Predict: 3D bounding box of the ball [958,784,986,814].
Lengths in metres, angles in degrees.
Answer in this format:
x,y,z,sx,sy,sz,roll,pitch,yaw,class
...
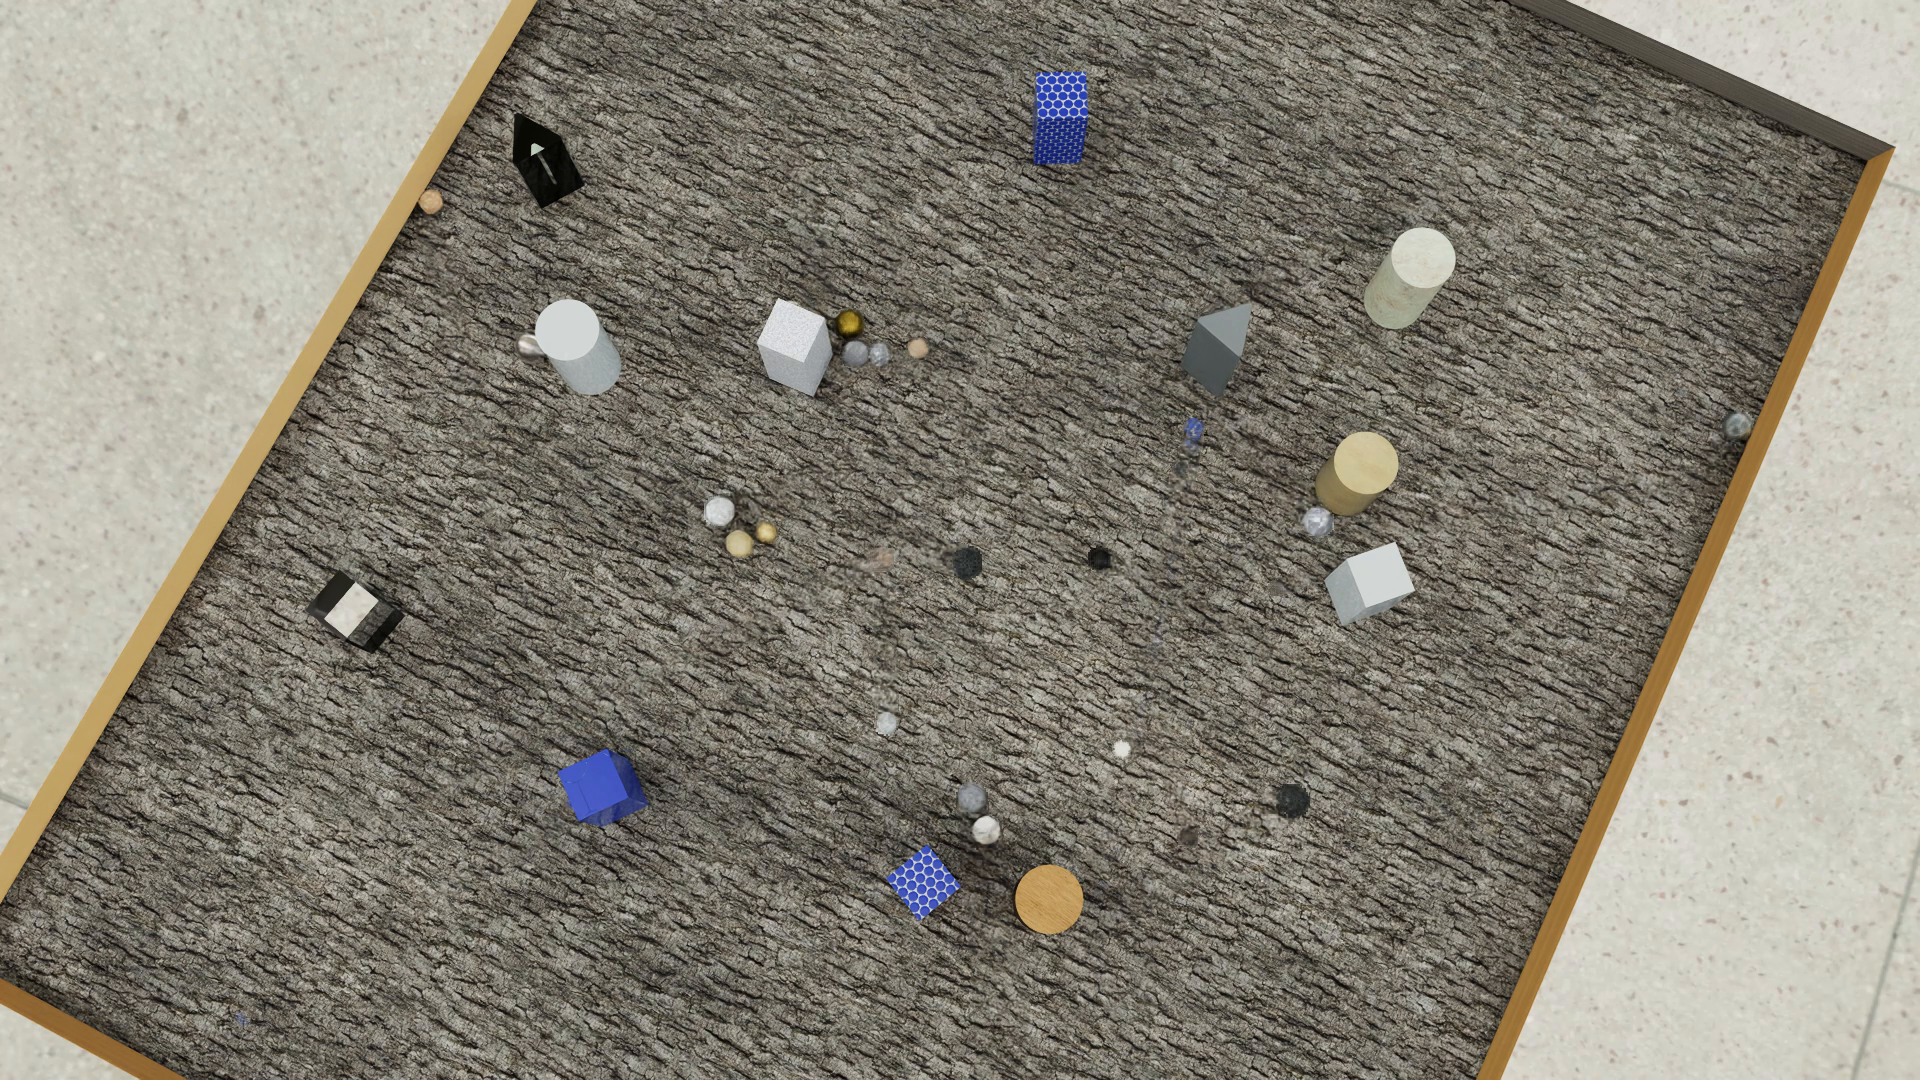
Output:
x,y,z,sx,sy,sz,roll,pitch,yaw,class
0.036,0.766,5.415,0.085,0.085,0.085,0,78,0,ball

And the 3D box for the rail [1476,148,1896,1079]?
x,y,z,sx,sy,sz,roll,pitch,yaw,class
1.827,0.901,5.367,0.045,0.122,4.869,26,80,5,rail

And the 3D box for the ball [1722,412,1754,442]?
x,y,z,sx,sy,sz,roll,pitch,yaw,class
2.394,-0.347,5.643,0.088,0.088,0.088,0,78,0,ball

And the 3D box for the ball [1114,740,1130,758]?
x,y,z,sx,sy,sz,roll,pitch,yaw,class
0.484,0.623,5.463,0.048,0.048,0.048,0,78,0,ball

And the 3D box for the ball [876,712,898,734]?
x,y,z,sx,sy,sz,roll,pitch,yaw,class
-0.218,0.546,5.472,0.062,0.062,0.062,0,78,0,ball

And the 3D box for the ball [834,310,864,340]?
x,y,z,sx,sy,sz,roll,pitch,yaw,class
-0.346,-0.671,5.709,0.091,0.091,0.091,0,78,0,ball

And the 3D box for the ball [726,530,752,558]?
x,y,z,sx,sy,sz,roll,pitch,yaw,class
-0.672,0.011,5.572,0.082,0.082,0.082,0,78,0,ball

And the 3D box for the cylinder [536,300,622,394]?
x,y,z,sx,sy,sz,roll,pitch,yaw,class
-1.153,-0.580,5.553,0.188,0.359,0.188,0,78,0,cylinder

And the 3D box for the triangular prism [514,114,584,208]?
x,y,z,sx,sy,sz,roll,pitch,yaw,class
-1.302,-1.191,5.683,0.163,0.353,0.141,-30,80,-6,triangular prism

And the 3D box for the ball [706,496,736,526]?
x,y,z,sx,sy,sz,roll,pitch,yaw,class
-0.730,-0.089,5.589,0.090,0.090,0.090,0,78,0,ball

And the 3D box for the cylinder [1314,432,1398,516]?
x,y,z,sx,sy,sz,roll,pitch,yaw,class
1.188,-0.195,5.505,0.188,0.298,0.188,0,78,0,cylinder

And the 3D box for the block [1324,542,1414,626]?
x,y,z,sx,sy,sz,roll,pitch,yaw,class
1.206,0.133,5.418,0.150,0.334,0.150,-19,79,-4,block

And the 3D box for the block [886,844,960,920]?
x,y,z,sx,sy,sz,roll,pitch,yaw,class
-0.103,0.990,5.286,0.150,0.247,0.150,-39,81,-7,block

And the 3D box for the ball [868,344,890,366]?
x,y,z,sx,sy,sz,roll,pitch,yaw,class
-0.251,-0.577,5.701,0.067,0.067,0.067,0,78,0,ball

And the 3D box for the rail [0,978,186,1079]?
x,y,z,sx,sy,sz,roll,pitch,yaw,class
-1.078,2.118,5.115,4.132,0.122,0.045,26,80,5,rail

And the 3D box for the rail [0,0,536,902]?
x,y,z,sx,sy,sz,roll,pitch,yaw,class
-1.827,-0.888,5.737,0.045,0.122,4.869,26,80,5,rail

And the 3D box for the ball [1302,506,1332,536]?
x,y,z,sx,sy,sz,roll,pitch,yaw,class
1.090,-0.057,5.583,0.089,0.089,0.089,0,78,0,ball

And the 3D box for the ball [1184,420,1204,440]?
x,y,z,sx,sy,sz,roll,pitch,yaw,class
0.723,-0.340,5.657,0.058,0.058,0.058,0,78,0,ball

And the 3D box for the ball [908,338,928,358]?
x,y,z,sx,sy,sz,roll,pitch,yaw,class
-0.129,-0.596,5.708,0.061,0.061,0.061,0,78,0,ball

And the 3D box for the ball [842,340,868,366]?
x,y,z,sx,sy,sz,roll,pitch,yaw,class
-0.325,-0.580,5.696,0.079,0.079,0.079,0,78,0,ball

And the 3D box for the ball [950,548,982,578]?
x,y,z,sx,sy,sz,roll,pitch,yaw,class
0.018,0.069,5.555,0.092,0.092,0.092,0,78,0,ball

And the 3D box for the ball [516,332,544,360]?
x,y,z,sx,sy,sz,roll,pitch,yaw,class
-1.333,-0.603,5.694,0.092,0.092,0.092,0,78,0,ball

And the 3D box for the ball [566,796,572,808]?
x,y,z,sx,sy,sz,roll,pitch,yaw,class
-1.141,0.770,5.431,0.051,0.051,0.051,0,78,0,ball

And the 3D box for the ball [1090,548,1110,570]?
x,y,z,sx,sy,sz,roll,pitch,yaw,class
0.426,0.058,5.572,0.063,0.063,0.063,0,78,0,ball

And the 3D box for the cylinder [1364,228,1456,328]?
x,y,z,sx,sy,sz,roll,pitch,yaw,class
1.366,-0.793,5.586,0.188,0.381,0.188,0,78,0,cylinder

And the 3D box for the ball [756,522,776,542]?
x,y,z,sx,sy,sz,roll,pitch,yaw,class
-0.592,-0.024,5.589,0.063,0.063,0.063,0,78,0,ball

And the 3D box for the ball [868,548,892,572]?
x,y,z,sx,sy,sz,roll,pitch,yaw,class
-0.241,0.060,5.566,0.075,0.075,0.075,0,78,0,ball

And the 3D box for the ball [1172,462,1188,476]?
x,y,z,sx,sy,sz,roll,pitch,yaw,class
0.677,-0.219,5.639,0.045,0.045,0.045,0,78,0,ball

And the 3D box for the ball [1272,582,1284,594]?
x,y,z,sx,sy,sz,roll,pitch,yaw,class
0.966,0.146,5.565,0.041,0.041,0.041,0,78,0,ball

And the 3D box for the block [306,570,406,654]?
x,y,z,sx,sy,sz,roll,pitch,yaw,class
-1.790,0.216,5.436,0.150,0.266,0.150,37,81,7,block

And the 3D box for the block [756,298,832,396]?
x,y,z,sx,sy,sz,roll,pitch,yaw,class
-0.496,-0.579,5.554,0.150,0.357,0.150,23,79,5,block

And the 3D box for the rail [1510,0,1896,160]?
x,y,z,sx,sy,sz,roll,pitch,yaw,class
1.078,-2.105,5.988,4.132,0.122,0.045,26,80,5,rail

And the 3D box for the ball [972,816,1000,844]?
x,y,z,sx,sy,sz,roll,pitch,yaw,class
0.078,0.856,5.398,0.082,0.082,0.082,0,78,0,ball

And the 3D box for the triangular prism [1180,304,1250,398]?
x,y,z,sx,sy,sz,roll,pitch,yaw,class
0.796,-0.590,5.517,0.163,0.435,0.141,43,81,8,triangular prism

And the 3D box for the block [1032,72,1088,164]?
x,y,z,sx,sy,sz,roll,pitch,yaw,class
0.309,-1.312,5.714,0.150,0.340,0.150,-2,78,0,block

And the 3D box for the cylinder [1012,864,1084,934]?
x,y,z,sx,sy,sz,roll,pitch,yaw,class
0.247,1.028,5.232,0.188,0.337,0.188,0,78,0,cylinder

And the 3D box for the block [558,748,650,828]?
x,y,z,sx,sy,sz,roll,pitch,yaw,class
-1.025,0.719,5.288,0.150,0.351,0.150,-25,79,-5,block

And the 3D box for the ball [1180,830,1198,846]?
x,y,z,sx,sy,sz,roll,pitch,yaw,class
0.674,0.880,5.408,0.051,0.051,0.051,0,78,0,ball

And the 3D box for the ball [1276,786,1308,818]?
x,y,z,sx,sy,sz,roll,pitch,yaw,class
0.979,0.772,5.409,0.094,0.094,0.094,0,78,0,ball

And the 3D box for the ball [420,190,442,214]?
x,y,z,sx,sy,sz,roll,pitch,yaw,class
-1.675,-1.069,5.801,0.072,0.072,0.072,0,78,0,ball

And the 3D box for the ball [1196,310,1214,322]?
x,y,z,sx,sy,sz,roll,pitch,yaw,class
0.772,-0.681,5.721,0.071,0.071,0.071,0,78,0,ball
